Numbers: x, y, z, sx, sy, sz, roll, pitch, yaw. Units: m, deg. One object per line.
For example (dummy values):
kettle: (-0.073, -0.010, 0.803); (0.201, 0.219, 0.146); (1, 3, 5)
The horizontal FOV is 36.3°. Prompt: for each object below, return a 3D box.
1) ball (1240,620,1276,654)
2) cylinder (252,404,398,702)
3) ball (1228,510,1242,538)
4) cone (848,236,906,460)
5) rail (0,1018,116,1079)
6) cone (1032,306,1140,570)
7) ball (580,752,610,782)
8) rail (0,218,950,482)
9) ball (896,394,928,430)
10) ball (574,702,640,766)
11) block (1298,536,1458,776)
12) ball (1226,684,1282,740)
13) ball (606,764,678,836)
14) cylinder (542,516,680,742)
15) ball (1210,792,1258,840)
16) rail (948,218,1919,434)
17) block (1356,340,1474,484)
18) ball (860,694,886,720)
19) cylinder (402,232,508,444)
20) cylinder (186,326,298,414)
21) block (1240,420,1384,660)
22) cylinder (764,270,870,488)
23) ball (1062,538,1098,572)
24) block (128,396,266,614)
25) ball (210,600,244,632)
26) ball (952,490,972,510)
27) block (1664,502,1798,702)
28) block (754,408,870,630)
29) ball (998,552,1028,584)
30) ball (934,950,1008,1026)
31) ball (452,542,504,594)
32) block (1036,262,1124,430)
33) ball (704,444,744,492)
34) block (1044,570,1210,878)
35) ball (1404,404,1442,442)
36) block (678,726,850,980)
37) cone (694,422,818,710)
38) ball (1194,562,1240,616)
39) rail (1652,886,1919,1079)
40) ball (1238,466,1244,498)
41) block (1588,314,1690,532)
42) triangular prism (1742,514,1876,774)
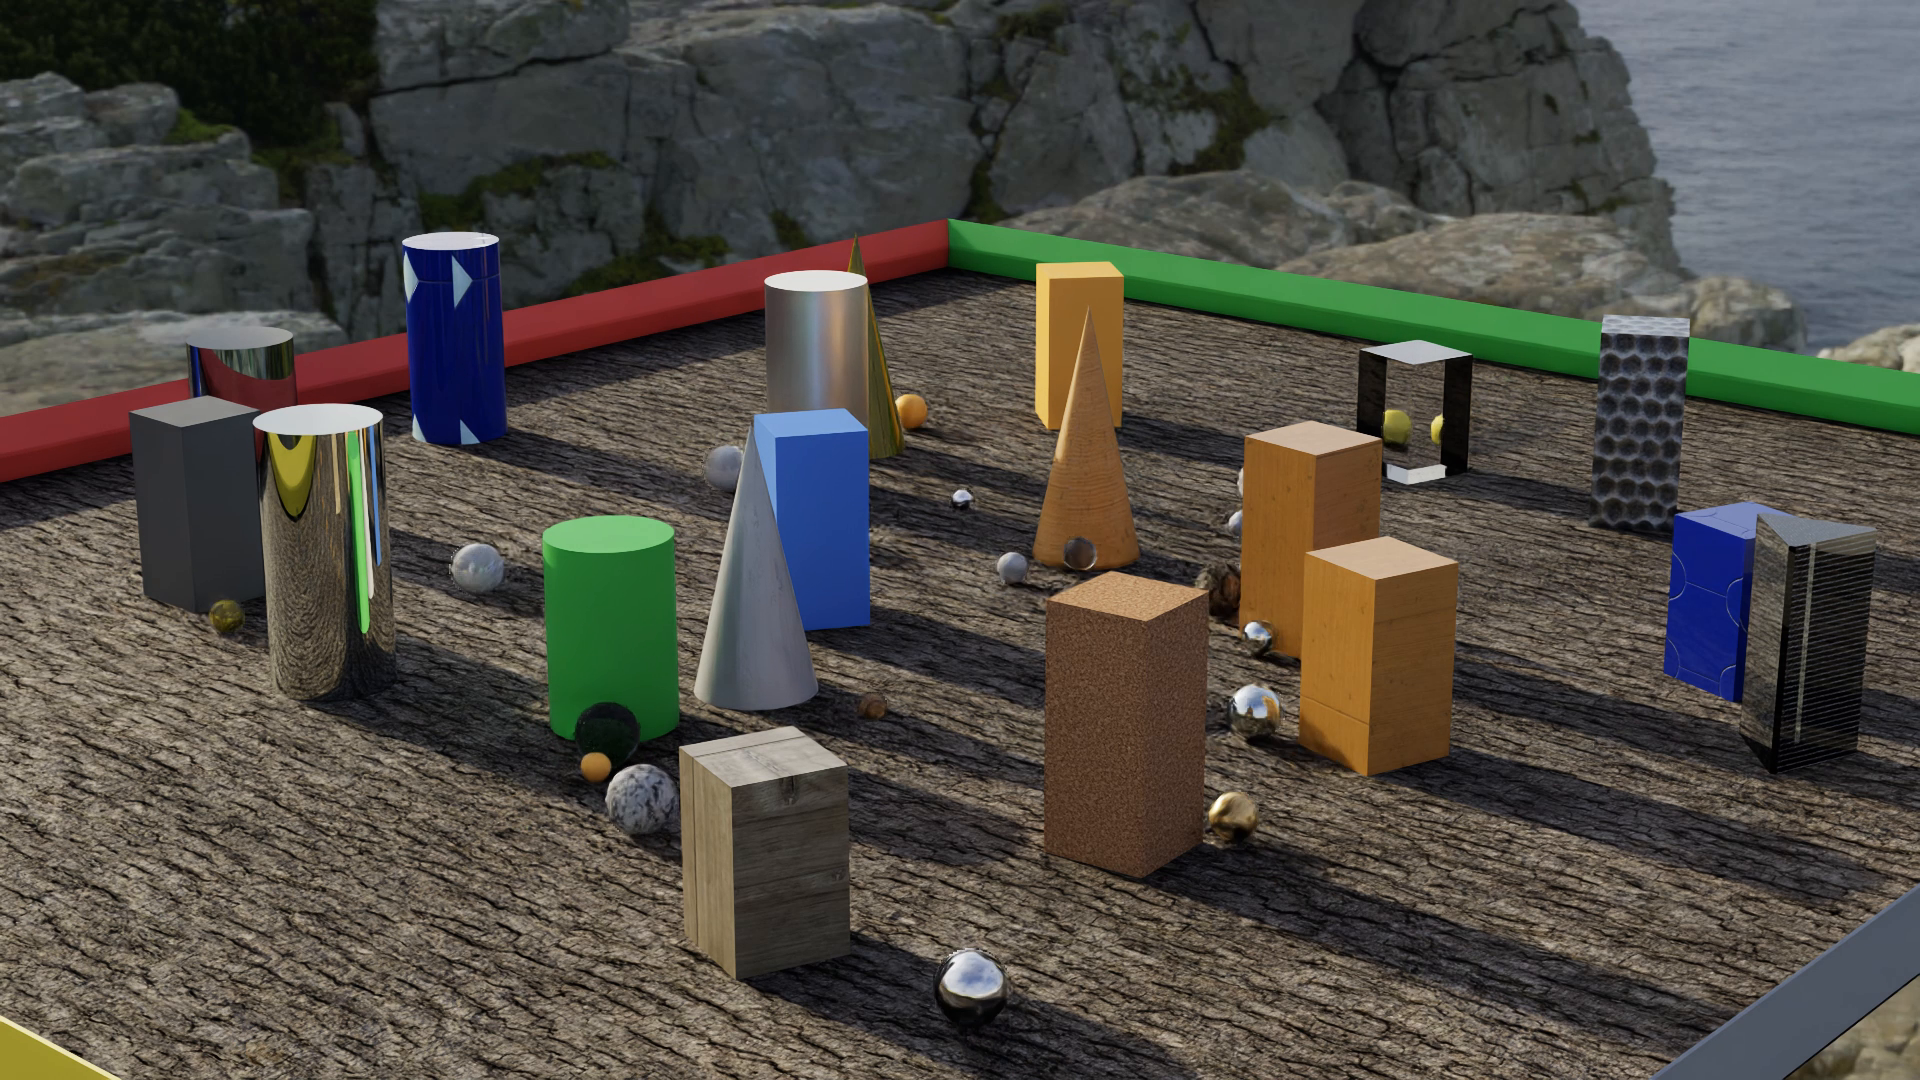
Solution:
ball: (0.491, 0.159, 4.817); (0.059, 0.059, 0.059); (0, 17, 0)
cylinder: (-1.003, 0.019, 4.641); (0.199, 0.433, 0.199); (0, 17, 0)
ball: (0.527, -0.029, 5.463); (0.052, 0.052, 0.052); (0, 17, 0)
cone: (-0.212, -0.410, 6.027); (0.199, 0.454, 0.199); (0, 17, 0)
rail: (-1.400, 0.498, 3.575); (3.839, 0.129, 0.045); (14, 22, 39)
cone: (0.231, -0.198, 5.302); (0.199, 0.467, 0.199); (0, 17, 0)
ball: (-0.532, 0.331, 4.278); (0.045, 0.045, 0.045); (0, 17, 0)
rail: (-1.432, -0.326, 6.310); (0.045, 0.129, 4.319); (14, 22, 39)
ball: (-0.106, -0.273, 6.229); (0.075, 0.075, 0.075); (0, 17, 0)
ball: (-0.522, 0.287, 4.333); (0.097, 0.097, 0.097); (0, 17, 0)
block: (0.621, 0.171, 4.364); (0.159, 0.303, 0.159); (-10, 20, -31)
ball: (0.446, 0.261, 4.439); (0.086, 0.086, 0.086); (0, 17, 0)
ball: (-0.443, 0.361, 4.083); (0.099, 0.099, 0.099); (0, 17, 0)
cylinder: (-0.532, 0.136, 4.479); (0.199, 0.303, 0.199); (0, 17, 0)
ball: (0.379, 0.383, 4.065); (0.067, 0.067, 0.067); (0, 17, 0)
rail: (1.400, -0.433, 6.664); (3.839, 0.129, 0.045); (14, 22, 39)
block: (0.911, -0.259, 5.889); (0.159, 0.245, 0.159); (-11, 20, -32)
ball: (-0.135, 0.259, 4.526); (0.040, 0.040, 0.040); (0, 17, 0)
cylinder: (-1.058, -0.424, 6.148); (0.199, 0.412, 0.199); (0, 17, 0)
cylinder: (-1.366, -0.222, 5.607); (0.199, 0.337, 0.199); (0, 17, 0)
block: (0.579, 0.000, 4.848); (0.159, 0.350, 0.159); (-14, 22, -38)
cylinder: (-0.278, -0.298, 5.715); (0.199, 0.421, 0.199); (0, 17, 0)
ball: (0.213, 0.025, 5.213); (0.061, 0.061, 0.061); (0, 17, 0)
block: (-1.317, -0.064, 5.092); (0.159, 0.331, 0.159); (15, 22, 40)
ball: (-1.235, 0.127, 4.935); (0.056, 0.056, 0.056); (0, 17, 0)
ball: (0.004, -0.076, 5.637); (0.041, 0.041, 0.041); (0, 17, 0)
block: (1.245, 0.096, 4.672); (0.159, 0.267, 0.159); (-9, 19, -28)
block: (-0.251, -0.035, 4.979); (0.159, 0.340, 0.159); (-5, 17, -16)
ball: (0.094, 0.049, 5.195); (0.056, 0.056, 0.056); (0, 17, 0)
ball: (0.014, 0.538, 3.514); (0.090, 0.090, 0.090); (0, 17, 0)
ball: (-0.844, 0.050, 5.131); (0.090, 0.090, 0.090); (0, 17, 0)
block: (0.254, -0.417, 6.271); (0.159, 0.327, 0.159); (-2, 17, -8)
ball: (-0.459, -0.142, 5.767); (0.091, 0.091, 0.091); (0, 17, 0)
block: (0.226, 0.249, 3.996); (0.159, 0.364, 0.159); (12, 20, 34)
ball: (0.969, -0.245, 6.128); (0.080, 0.080, 0.080); (0, 17, 0)
block: (-0.247, 0.393, 3.706); (0.159, 0.256, 0.159); (-9, 19, -27)
cone: (-0.324, 0.027, 4.604); (0.199, 0.439, 0.199); (0, 17, 0)
ball: (0.446, 0.084, 5.014); (0.092, 0.092, 0.092); (0, 17, 0)
rail: (1.432, 0.391, 3.930); (0.045, 0.129, 4.319); (14, 22, 39)
ball: (0.585, -0.112, 5.655); (0.098, 0.098, 0.098); (0, 17, 0)
block: (1.283, -0.222, 5.541); (0.159, 0.375, 0.159); (4, 17, 13)
triangular prism: (1.231, 0.146, 4.364); (0.172, 0.350, 0.149); (-10, 19, -29)
